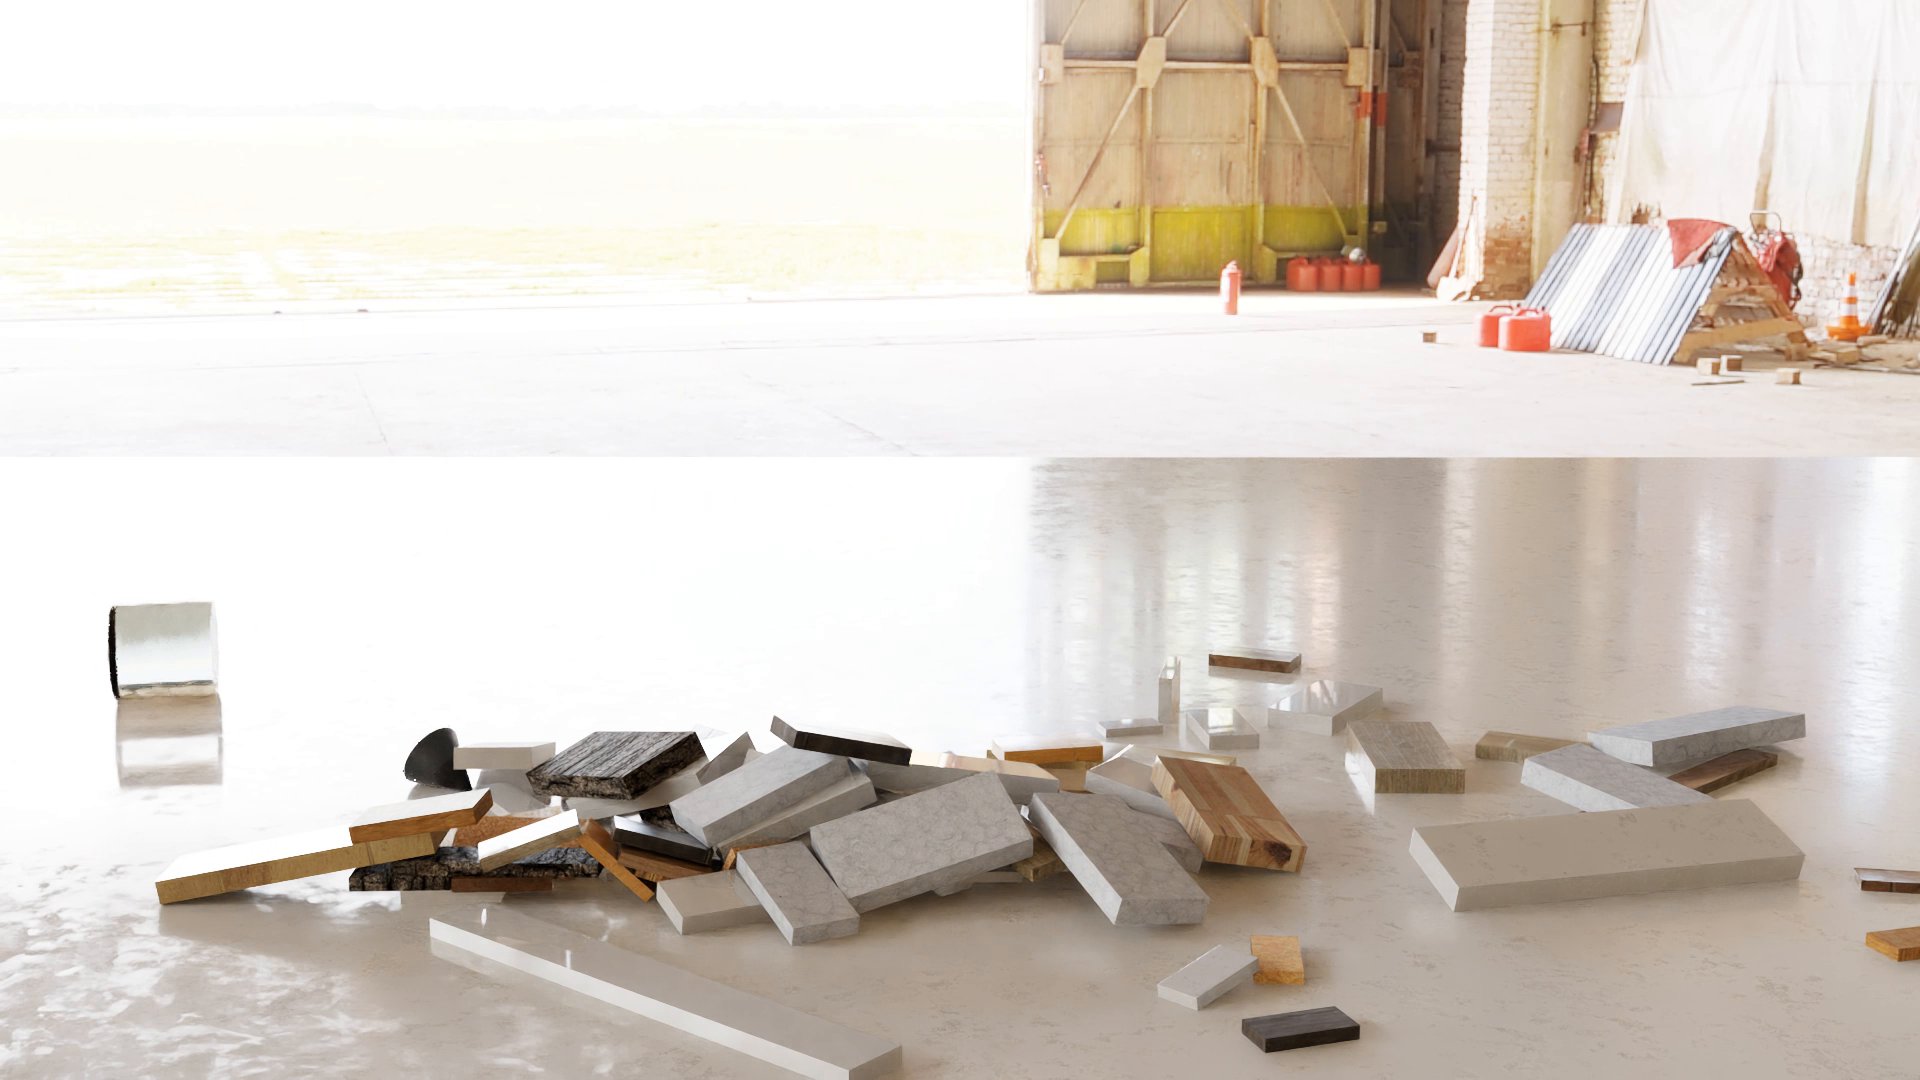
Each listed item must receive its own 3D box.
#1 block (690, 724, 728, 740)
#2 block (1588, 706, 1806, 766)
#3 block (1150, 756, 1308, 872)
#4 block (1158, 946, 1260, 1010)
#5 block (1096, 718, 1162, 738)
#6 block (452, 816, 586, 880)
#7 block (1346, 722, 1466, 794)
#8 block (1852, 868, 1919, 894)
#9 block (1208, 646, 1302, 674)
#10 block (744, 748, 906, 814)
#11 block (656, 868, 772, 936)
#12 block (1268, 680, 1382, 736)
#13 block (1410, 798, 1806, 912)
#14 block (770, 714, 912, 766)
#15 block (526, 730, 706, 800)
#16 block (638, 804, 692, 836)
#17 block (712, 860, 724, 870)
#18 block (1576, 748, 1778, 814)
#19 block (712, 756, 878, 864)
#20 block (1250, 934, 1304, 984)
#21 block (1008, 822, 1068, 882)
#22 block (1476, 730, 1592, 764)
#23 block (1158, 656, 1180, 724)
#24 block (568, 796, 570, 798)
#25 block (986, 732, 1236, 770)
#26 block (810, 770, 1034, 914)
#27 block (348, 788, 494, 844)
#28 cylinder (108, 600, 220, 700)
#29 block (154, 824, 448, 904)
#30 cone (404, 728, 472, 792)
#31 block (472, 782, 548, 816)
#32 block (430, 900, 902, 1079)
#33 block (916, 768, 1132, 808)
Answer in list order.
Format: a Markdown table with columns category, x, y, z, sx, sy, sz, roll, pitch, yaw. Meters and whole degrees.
| category | x | y | z | sx | sy | sz | roll | pitch | yaw |
| --- | --- | --- | --- | --- | --- | --- | --- | --- | --- |
| block | -0.494 | 0.420 | 4.343 | 0.115 | 0.033 | 0.252 | 17 | 8 | 2 |
| block | 1.510 | 0.399 | 4.503 | 0.437 | 0.049 | 0.172 | -6 | 5 | -29 |
| block | 0.473 | 0.483 | 3.908 | 0.173 | 0.049 | 0.346 | 9 | 15 | -14 |
| block | 0.368 | 0.646 | 3.251 | 0.073 | 0.021 | 0.147 | 10 | 23 | 44 |
| block | 0.359 | 0.397 | 4.657 | 0.127 | 0.018 | 0.063 | -3 | 11 | -15 |
| block | -0.760 | 0.528 | 3.779 | 0.221 | 0.031 | 0.110 | 1 | 40 | 5 |
| block | 0.885 | 0.432 | 4.389 | 0.172 | 0.049 | 0.345 | 0 | 11 | 1 |
| block | 1.579 | 0.575 | 3.702 | 0.131 | 0.018 | 0.065 | 2 | 11 | 10 |
| block | 0.703 | 0.284 | 5.240 | 0.200 | 0.028 | 0.100 | 5 | 12 | 24 |
| block | -0.197 | 0.456 | 3.917 | 0.358 | 0.047 | 0.165 | 14 | -11 | 21 |
| block | -0.363 | 0.579 | 3.571 | 0.230 | 0.033 | 0.115 | -6 | 24 | -27 |
| block | 0.796 | 0.363 | 4.780 | 0.146 | 0.041 | 0.292 | 6 | 12 | 31 |
| block | 1.097 | 0.530 | 3.726 | 0.646 | 0.049 | 0.173 | -3 | 28 | -15 |
| block | -0.204 | 0.343 | 3.768 | 0.220 | 0.031 | 0.110 | 12 | 5 | -28 |
| block | -0.638 | 0.412 | 4.045 | 0.165 | 0.047 | 0.399 | -32 | 14 | -33 |
| block | -0.444 | 0.480 | 3.958 | 0.165 | 0.047 | 0.330 | -19 | 13 | -28 |
| block | -0.490 | 0.560 | 3.786 | 0.190 | 0.017 | 0.059 | 4 | 11 | 20 |
| block | 1.256 | 0.499 | 4.104 | 0.990 | 0.021 | 0.073 | -10 | 14 | -43 |
| block | -0.295 | 0.457 | 3.741 | 0.279 | 0.040 | 0.140 | -22 | 22 | -16 |
| block | 0.482 | 0.639 | 3.350 | 0.073 | 0.021 | 0.147 | 1 | 11 | 5 |
| block | 0.079 | 0.507 | 3.743 | 0.086 | 0.024 | 0.276 | -17 | 23 | -30 |
| block | 1.165 | 0.427 | 4.463 | 0.211 | 0.030 | 0.106 | 5 | 13 | 27 |
| block | 0.459 | 0.327 | 4.811 | 0.028 | 0.100 | 0.200 | 2 | 11 | 11 |
| block | -0.638 | 0.466 | 4.245 | 0.236 | 0.033 | 0.118 | -7 | 13 | -33 |
| block | 0.298 | 0.442 | 4.353 | 0.472 | 0.041 | 0.146 | 5 | 12 | 24 |
| block | -0.064 | 0.500 | 3.640 | 0.330 | 0.047 | 0.165 | -16 | 44 | -16 |
| block | -0.894 | 0.458 | 3.651 | 0.212 | 0.030 | 0.106 | -9 | 10 | 5 |
| cylinder | -1.784 | 0.246 | 4.934 | 0.215 | 0.215 | 0.215 | -3 | 11 | -14 |
| block | -1.095 | 0.526 | 3.679 | 0.458 | 0.040 | 0.140 | -11 | 10 | -1 |
| cone | -0.982 | 0.452 | 4.251 | 0.130 | 0.130 | 0.130 | 36 | 27 | 24 |
| block | -0.808 | 0.504 | 4.075 | 0.073 | 0.021 | 0.339 | -7 | 12 | -32 |
| block | -0.458 | 0.656 | 3.231 | 0.897 | 0.030 | 0.106 | 9 | 14 | 39 |
| block | 0.118 | 0.457 | 4.090 | 0.439 | 0.030 | 0.106 | 5 | 15 | -25 |
